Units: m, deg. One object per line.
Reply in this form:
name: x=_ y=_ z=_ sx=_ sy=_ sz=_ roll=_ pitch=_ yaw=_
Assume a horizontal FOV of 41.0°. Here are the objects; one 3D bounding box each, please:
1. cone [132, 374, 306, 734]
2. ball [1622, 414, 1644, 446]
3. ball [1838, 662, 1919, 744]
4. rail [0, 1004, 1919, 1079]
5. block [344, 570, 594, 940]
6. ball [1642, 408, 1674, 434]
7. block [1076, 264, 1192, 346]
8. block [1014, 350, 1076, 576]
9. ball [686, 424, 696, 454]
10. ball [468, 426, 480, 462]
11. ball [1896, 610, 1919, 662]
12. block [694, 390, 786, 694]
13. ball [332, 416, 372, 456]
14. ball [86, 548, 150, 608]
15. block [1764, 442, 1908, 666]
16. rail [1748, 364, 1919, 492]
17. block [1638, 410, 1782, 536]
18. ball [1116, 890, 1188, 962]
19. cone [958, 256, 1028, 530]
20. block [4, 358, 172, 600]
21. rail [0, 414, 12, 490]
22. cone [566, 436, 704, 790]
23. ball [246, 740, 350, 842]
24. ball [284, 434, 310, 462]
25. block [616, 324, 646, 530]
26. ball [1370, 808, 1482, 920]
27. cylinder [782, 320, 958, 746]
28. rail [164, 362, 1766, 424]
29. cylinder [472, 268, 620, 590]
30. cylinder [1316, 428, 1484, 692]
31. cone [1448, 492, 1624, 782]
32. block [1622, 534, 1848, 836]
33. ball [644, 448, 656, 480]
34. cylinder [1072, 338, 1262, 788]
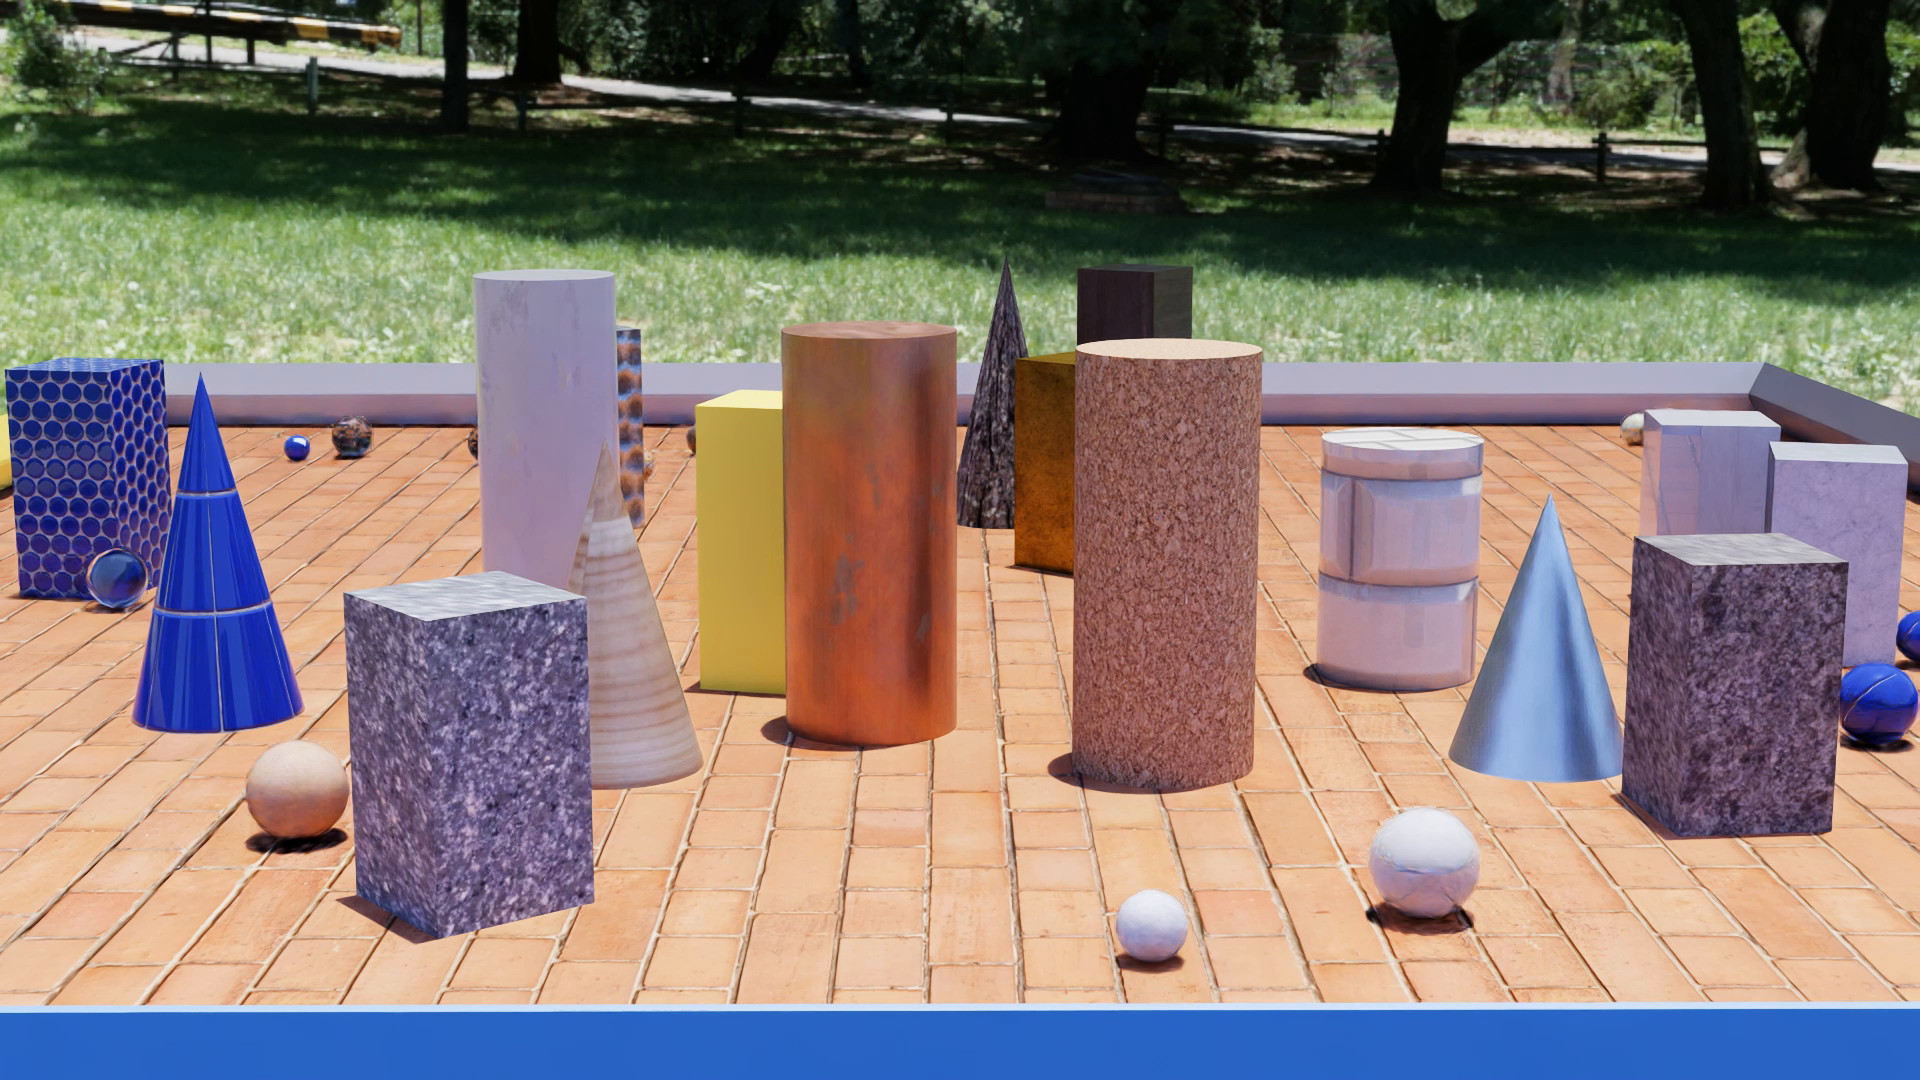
cone: x=-0.841 y=0.004 z=2.874 sx=0.190 sy=0.390 sz=0.190 roll=0 pitch=11 yaw=0
ball: x=1.304 y=-0.212 z=4.937 sx=0.061 sy=0.061 sz=0.061 roll=0 pitch=11 yaw=0
ball: x=0.991 y=0.176 z=2.776 sx=0.088 sy=0.088 sz=0.088 roll=0 pitch=11 yaw=0
rail: x=0.010 y=0.358 z=1.695 sx=3.303 sy=0.124 sz=0.045 roll=0 pitch=11 yaw=0
block: x=-0.428 y=0.182 z=2.239 sx=0.152 sy=0.274 sz=0.152 roll=-8 pitch=14 yaw=-38
ball: x=1.338 y=-0.211 z=4.869 sx=0.083 sy=0.083 sz=0.083 roll=0 pitch=11 yaw=0
block: x=0.313 y=-0.306 z=4.605 sx=0.152 sy=0.366 sz=0.152 roll=6 pitch=12 yaw=31
block: x=0.187 y=-0.113 z=3.742 sx=0.152 sy=0.304 sz=0.152 roll=9 pitch=14 yaw=40
ball: x=-0.479 y=-0.189 z=4.799 sx=0.066 sy=0.066 sz=0.066 roll=0 pitch=11 yaw=0
ball: x=-0.860 y=-0.177 z=4.694 sx=0.079 sy=0.079 sz=0.079 roll=0 pitch=11 yaw=0
ball: x=1.173 y=0.117 z=3.130 sx=0.063 sy=0.063 sz=0.063 roll=0 pitch=11 yaw=0
block: x=-0.213 y=0.000 z=3.043 sx=0.152 sy=0.336 sz=0.152 roll=3 pitch=11 yaw=15
ball: x=-1.136 y=-0.193 z=4.794 sx=0.075 sy=0.075 sz=0.075 roll=0 pitch=11 yaw=0
ball: x=-1.138 y=0.052 z=3.465 sx=0.081 sy=0.081 sz=0.081 roll=0 pitch=11 yaw=0
block: x=1.082 y=0.016 z=3.188 sx=0.152 sy=0.252 sz=0.152 roll=3 pitch=11 yaw=14
rail: x=1.628 y=0.030 z=3.459 sx=0.045 sy=0.124 sz=3.616 roll=0 pitch=11 yaw=0
block: x=1.007 y=-0.037 z=3.462 sx=0.152 sy=0.257 sz=0.152 roll=1 pitch=11 yaw=6
ball: x=0.157 y=0.316 z=2.102 sx=0.059 sy=0.059 sz=0.059 roll=0 pitch=11 yaw=0
cone: x=0.074 y=-0.244 z=4.107 sx=0.190 sy=0.426 sz=0.190 roll=0 pitch=11 yaw=0
block: x=-1.209 y=-0.088 z=3.575 sx=0.152 sy=0.315 sz=0.152 roll=2 pitch=11 yaw=12
rail: x=-1.628 y=0.034 z=3.440 sx=0.045 sy=0.124 sz=3.616 roll=0 pitch=11 yaw=0
cone: x=-0.364 y=0.065 z=2.663 sx=0.190 sy=0.349 sz=0.190 roll=0 pitch=11 yaw=0
ball: x=-0.627 y=0.237 z=2.428 sx=0.095 sy=0.095 sz=0.095 roll=0 pitch=11 yaw=0
ball: x=-1.225 y=-0.170 z=4.742 sx=0.049 sy=0.049 sz=0.049 roll=0 pitch=11 yaw=0
block: x=-0.605 y=-0.178 z=4.055 sx=0.152 sy=0.316 sz=0.152 roll=-7 pitch=13 yaw=-35
ball: x=0.400 y=0.279 z=2.209 sx=0.095 sy=0.095 sz=0.095 roll=0 pitch=11 yaw=0
cylinder: x=-0.098 y=-0.011 z=2.820 sx=0.190 sy=0.441 sz=0.190 roll=0 pitch=11 yaw=0
rail: x=-0.010 y=-0.295 z=5.203 sx=3.303 sy=0.124 sz=0.045 roll=0 pitch=11 yaw=0
cylinder: x=-0.561 y=-0.139 z=3.498 sx=0.190 sy=0.444 sz=0.190 roll=0 pitch=11 yaw=0
cylinder: x=0.526 y=0.020 z=3.078 sx=0.190 sy=0.286 sz=0.190 roll=0 pitch=11 yaw=0
cone: x=0.614 y=0.090 z=2.695 sx=0.190 sy=0.288 sz=0.190 roll=0 pitch=11 yaw=0
block: x=0.752 y=0.138 z=2.503 sx=0.152 sy=0.263 sz=0.152 roll=-1 pitch=11 yaw=-6
ball: x=-0.566 y=-0.133 z=4.508 sx=0.061 sy=0.061 sz=0.061 roll=0 pitch=11 yaw=0
cylinder: x=0.213 y=0.020 z=2.659 sx=0.190 sy=0.438 sz=0.190 roll=0 pitch=11 yaw=0
